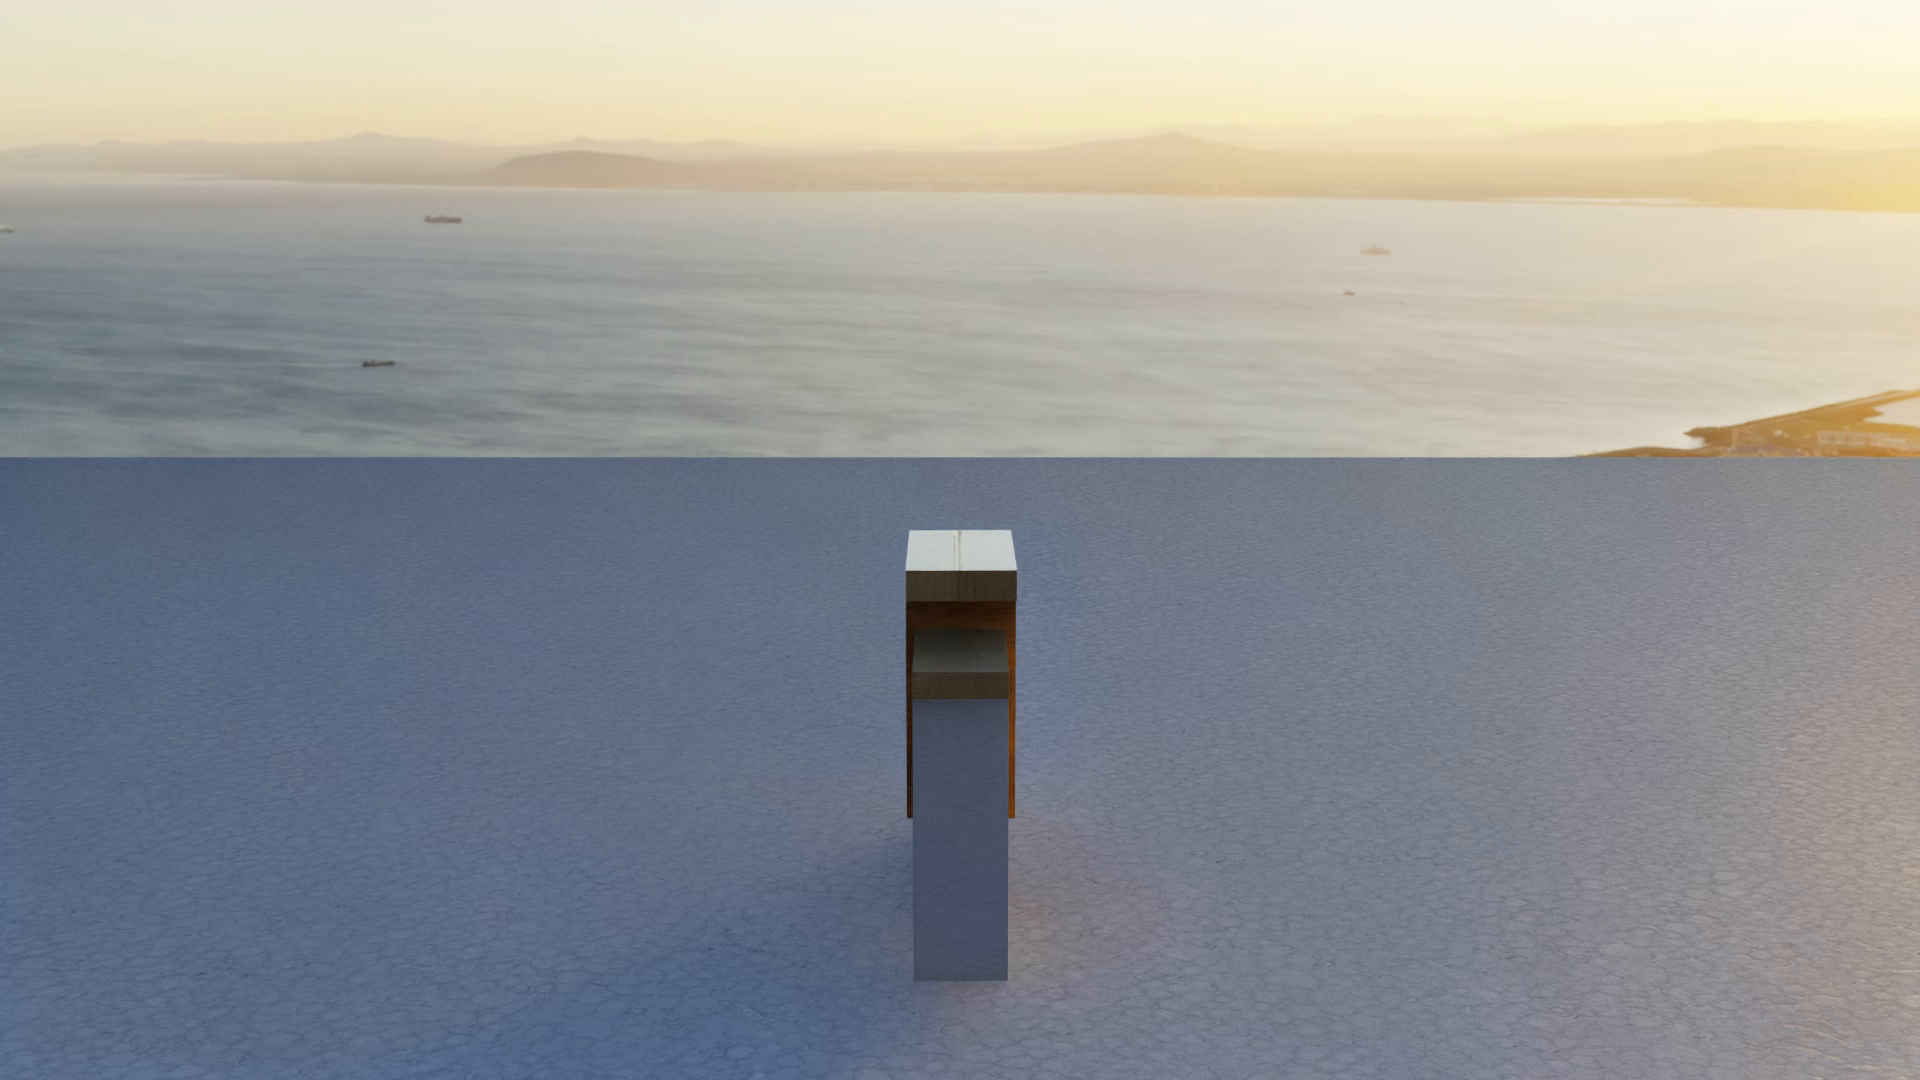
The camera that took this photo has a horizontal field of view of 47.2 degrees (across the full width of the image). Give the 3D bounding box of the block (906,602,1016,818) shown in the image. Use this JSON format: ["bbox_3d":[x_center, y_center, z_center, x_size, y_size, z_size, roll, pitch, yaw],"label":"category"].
[{"bbox_3d":[0.001,0.265,3.544,0.175,0.366,0.049,0,10,0],"label":"block"}]

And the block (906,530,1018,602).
[{"bbox_3d":[0.001,0.040,3.621,0.175,0.049,0.349,0,11,0],"label":"block"}]

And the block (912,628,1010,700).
[{"bbox_3d":[0.001,0.185,3.320,0.141,0.040,0.283,0,10,0],"label":"block"}]

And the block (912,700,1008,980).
[{"bbox_3d":[0.001,0.439,3.272,0.141,0.442,0.040,0,11,0],"label":"block"}]
